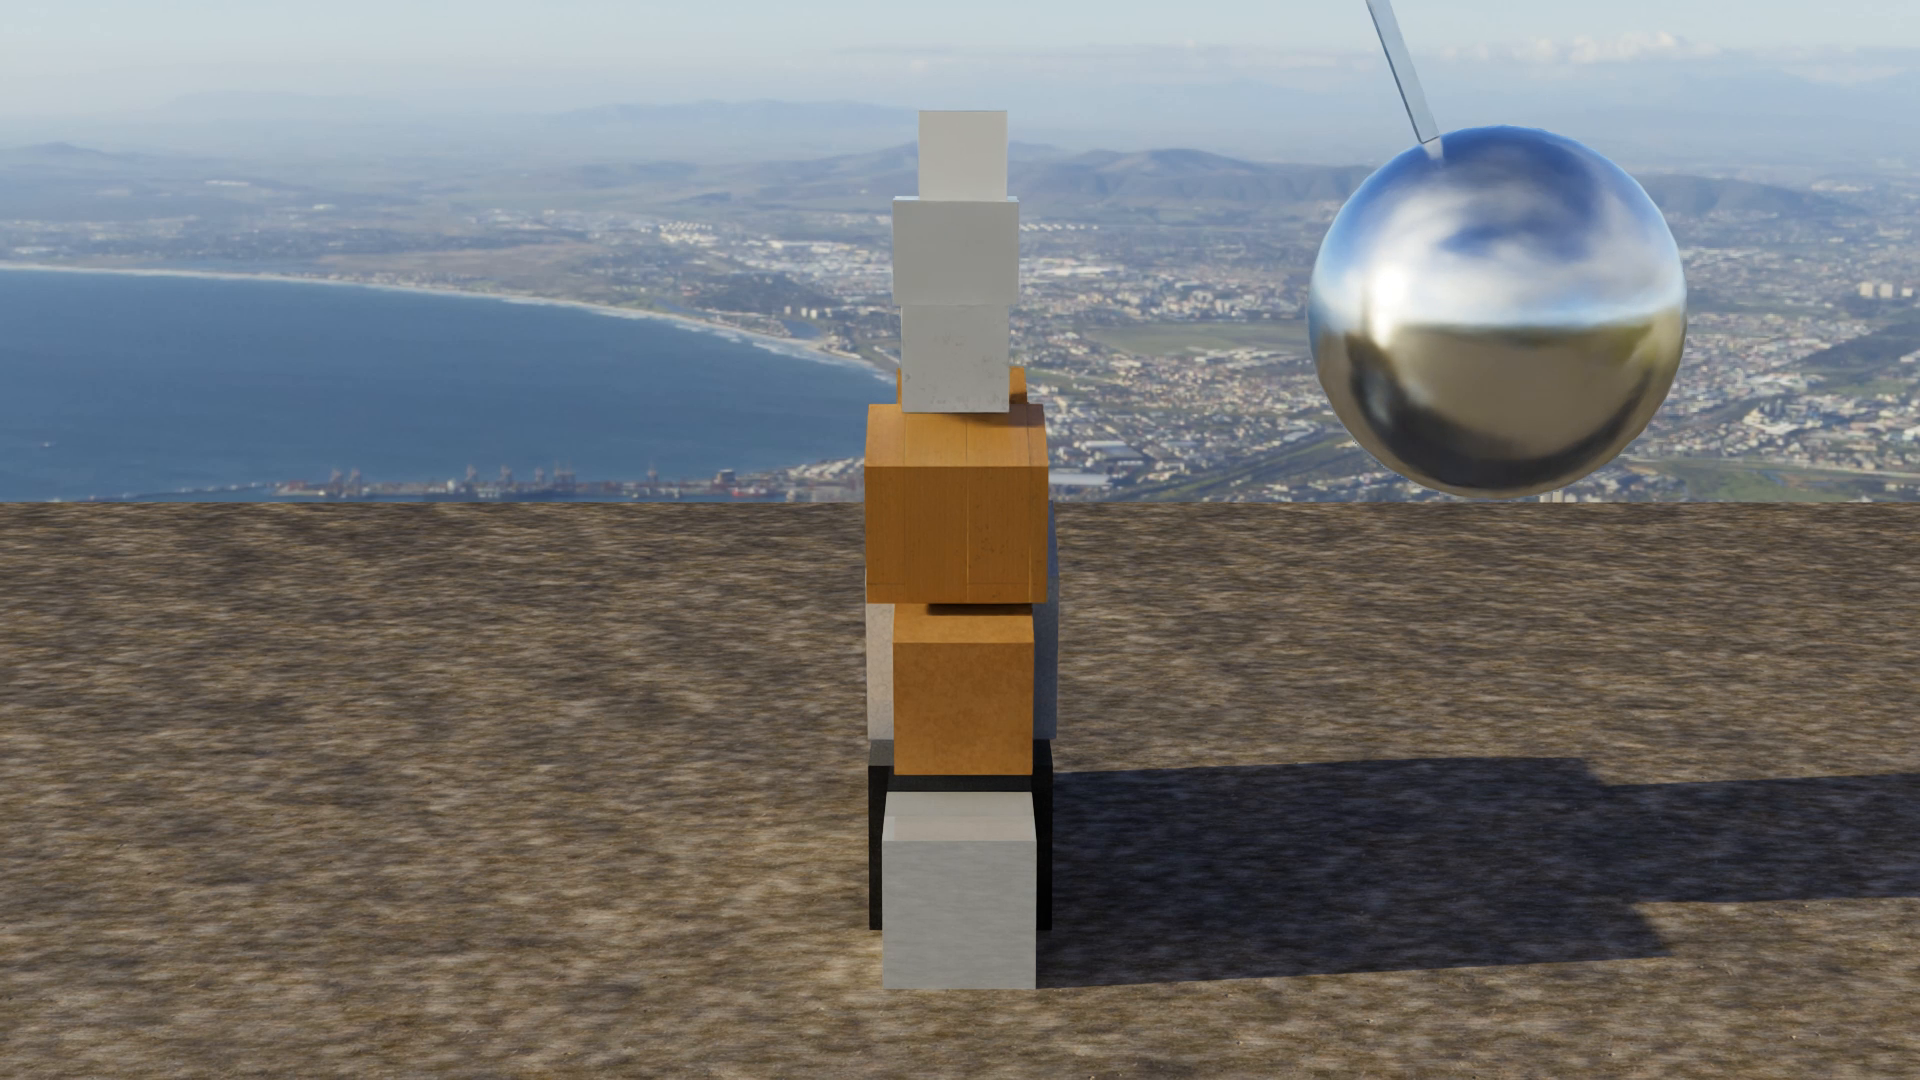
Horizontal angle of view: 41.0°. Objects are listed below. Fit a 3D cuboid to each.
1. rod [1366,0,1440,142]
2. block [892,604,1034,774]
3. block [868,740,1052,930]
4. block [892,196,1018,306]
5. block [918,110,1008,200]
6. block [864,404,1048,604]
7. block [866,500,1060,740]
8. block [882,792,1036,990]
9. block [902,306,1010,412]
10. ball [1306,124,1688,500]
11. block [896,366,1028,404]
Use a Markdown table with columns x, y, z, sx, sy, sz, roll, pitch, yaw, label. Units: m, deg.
| x | y | z | sx | sy | sz | roll | pitch | yaw | label |
| --- | --- | --- | --- | --- | --- | --- | --- | --- | --- |
| 0.994 | -4.063 | 10.442 | 0.080 | 5.200 | 0.080 | -22 | 10 | 4 | rod |
| 0.013 | 0.585 | 10.549 | 0.563 | 0.602 | 0.475 | 0 | 25 | 0 | block |
| 0.002 | 1.196 | 11.011 | 0.758 | 0.706 | 0.854 | 0 | 10 | 0 | block |
| -0.017 | -1.197 | 10.575 | 0.507 | 0.418 | 0.469 | 0 | 10 | 0 | block |
| 0.009 | -1.581 | 10.529 | 0.358 | 0.355 | 0.404 | 0 | 10 | -1 | block |
| -0.015 | -0.156 | 10.554 | 0.729 | 0.604 | 0.651 | 0 | 25 | 0 | block |
| 0.009 | 0.337 | 11.125 | 0.803 | 0.773 | 0.771 | 0 | 25 | 0 | block |
| -0.003 | 1.389 | 10.252 | 0.594 | 0.598 | 0.688 | 0 | 10 | 0 | block |
| -0.020 | -0.775 | 10.643 | 0.438 | 0.436 | 0.489 | 0 | 10 | 0 | block |
| 2.295 | -0.972 | 11.004 | 1.600 | 1.600 | 1.600 | 0 | 10 | 0 | ball |
| 0.008 | -0.395 | 11.131 | 0.557 | 0.545 | 0.545 | -1 | 25 | -1 | block |
